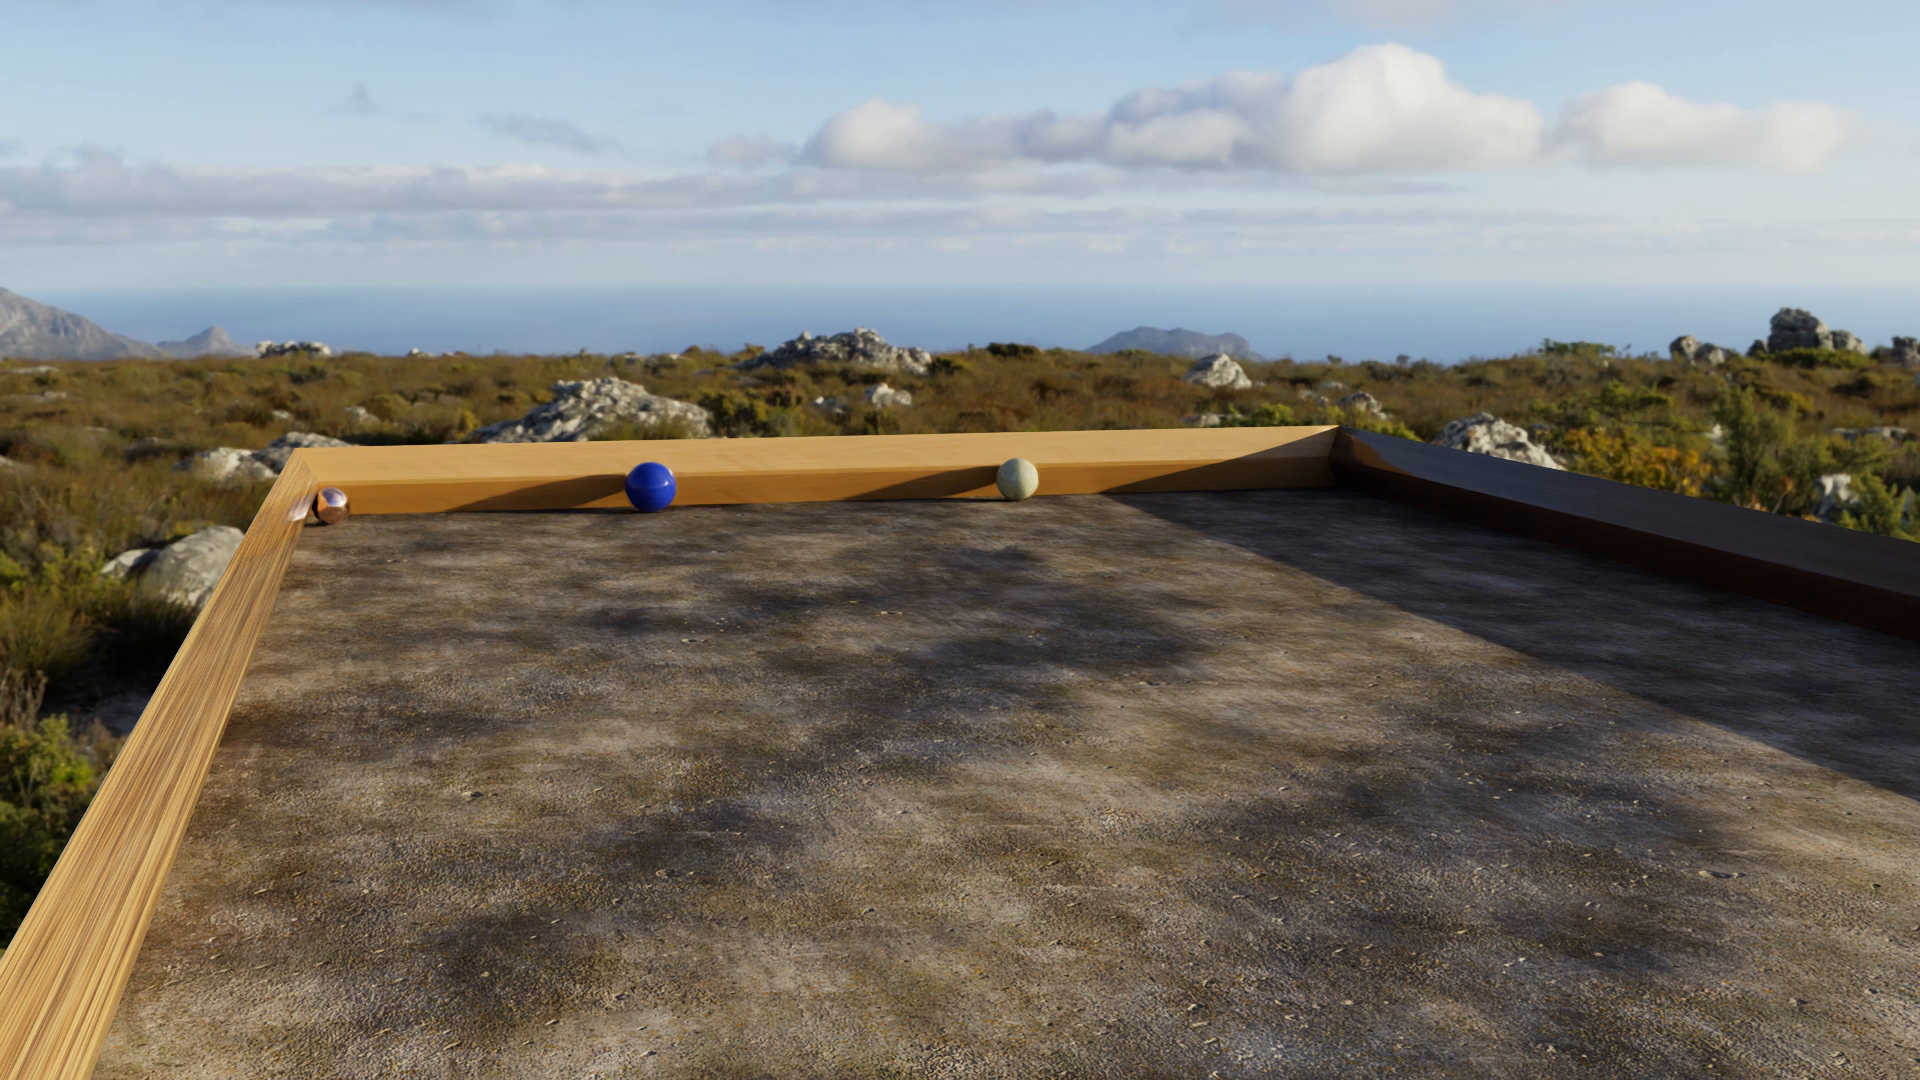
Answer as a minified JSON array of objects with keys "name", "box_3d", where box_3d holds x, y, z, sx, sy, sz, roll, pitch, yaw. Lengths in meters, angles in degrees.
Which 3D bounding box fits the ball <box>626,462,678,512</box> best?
[{"name":"ball","box_3d":[-0.594,-0.102,4.229,0.098,0.098,0.098,0,8,0]}]

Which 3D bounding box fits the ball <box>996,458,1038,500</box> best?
[{"name":"ball","box_3d":[0.115,-0.122,4.419,0.086,0.086,0.086,0,8,0]}]

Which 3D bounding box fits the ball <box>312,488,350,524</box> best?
[{"name":"ball","box_3d":[-1.158,-0.062,4.047,0.068,0.068,0.068,0,8,0]}]

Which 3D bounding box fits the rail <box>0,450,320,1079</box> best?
[{"name":"rail","box_3d":[-0.783,0.141,2.342,0.045,0.128,3.811,-2,8,-14]}]

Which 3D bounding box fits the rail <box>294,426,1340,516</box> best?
[{"name":"rail","box_3d":[-0.221,-0.141,4.398,2.128,0.128,0.045,-2,8,-14]}]

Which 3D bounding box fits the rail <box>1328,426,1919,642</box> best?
[{"name":"rail","box_3d":[1.237,0.073,2.832,0.045,0.128,3.811,-2,8,-14]}]
